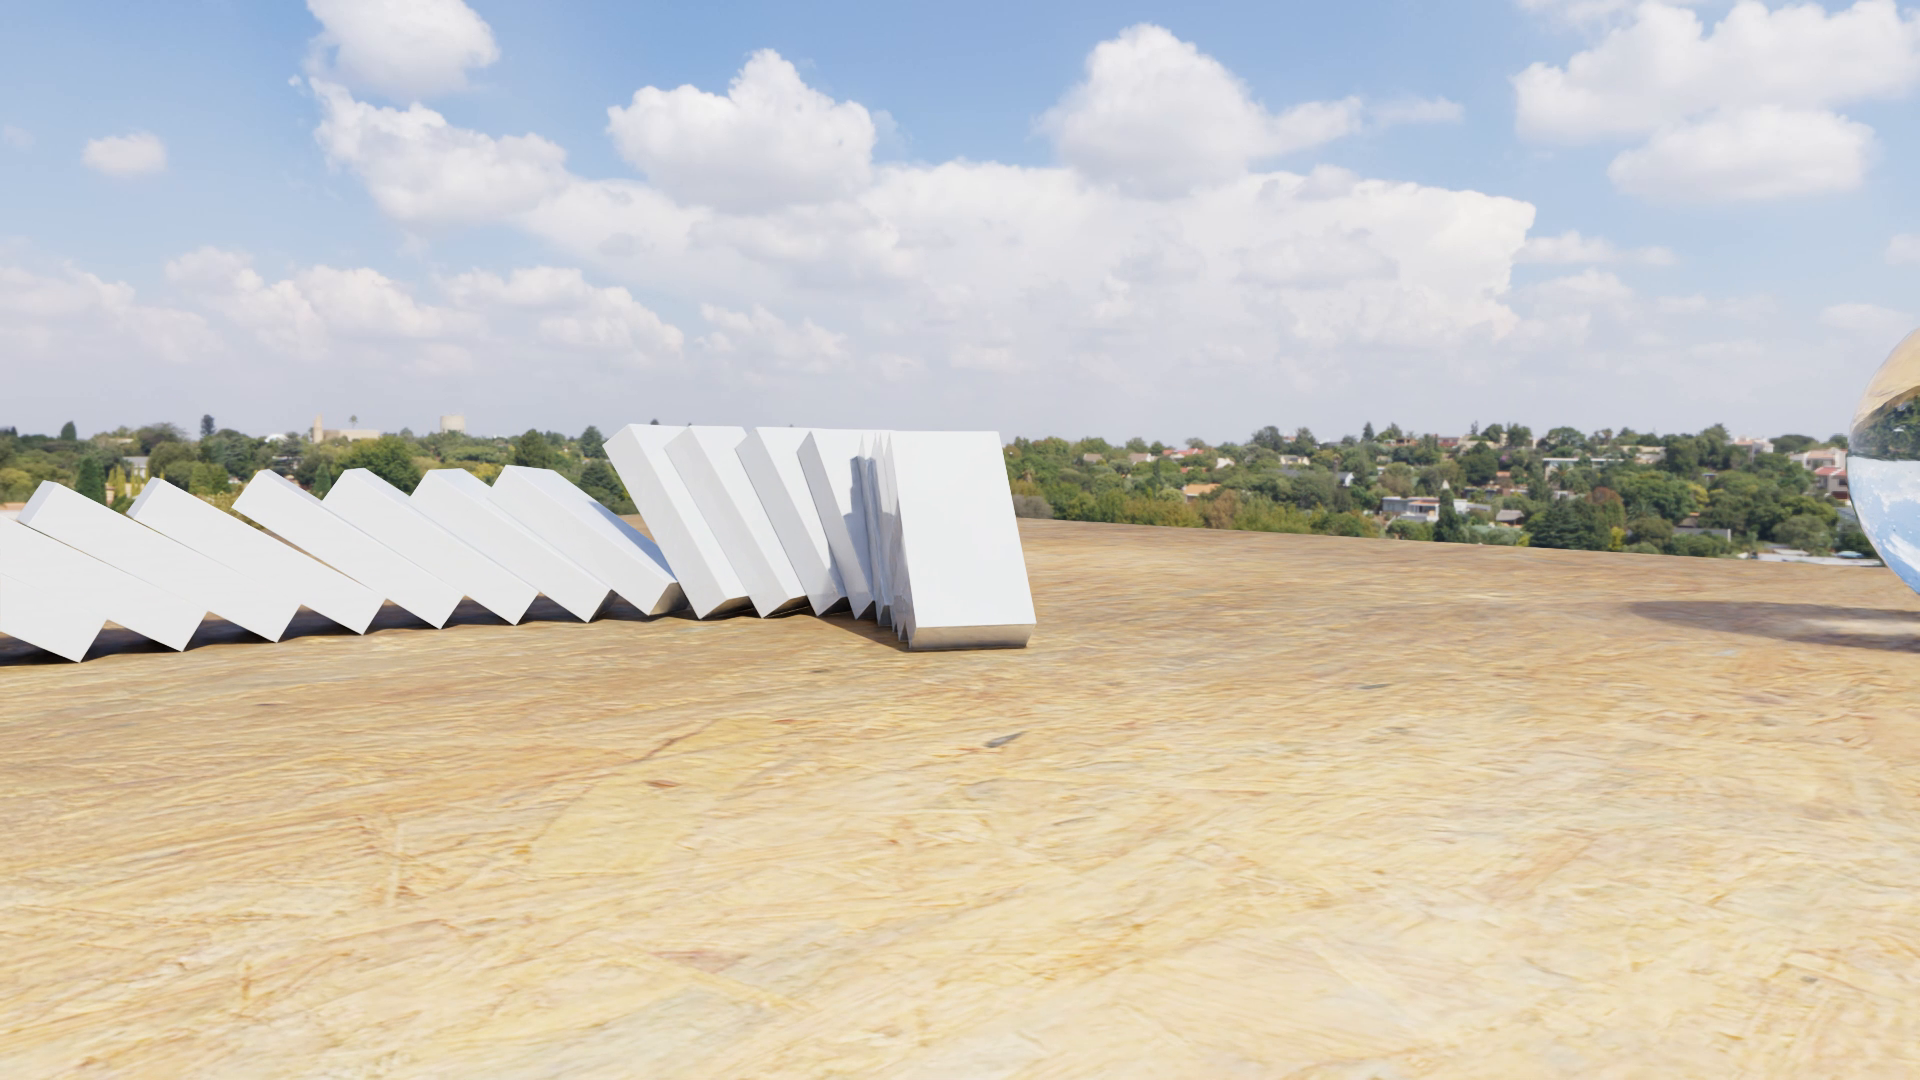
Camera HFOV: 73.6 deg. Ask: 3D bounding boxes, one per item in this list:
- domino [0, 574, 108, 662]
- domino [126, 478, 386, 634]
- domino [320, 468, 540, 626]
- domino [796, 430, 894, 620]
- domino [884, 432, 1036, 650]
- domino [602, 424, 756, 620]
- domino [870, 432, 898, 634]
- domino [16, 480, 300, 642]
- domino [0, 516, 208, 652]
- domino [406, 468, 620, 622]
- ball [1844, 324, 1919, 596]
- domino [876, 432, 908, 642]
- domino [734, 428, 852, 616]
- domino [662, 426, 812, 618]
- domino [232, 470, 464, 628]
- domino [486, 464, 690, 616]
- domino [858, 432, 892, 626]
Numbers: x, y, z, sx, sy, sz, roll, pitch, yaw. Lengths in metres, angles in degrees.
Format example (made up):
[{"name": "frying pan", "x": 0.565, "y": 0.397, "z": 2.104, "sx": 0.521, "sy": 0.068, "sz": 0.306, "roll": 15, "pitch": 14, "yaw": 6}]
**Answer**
[{"name": "domino", "x": -0.193, "y": 0.007, "z": 0.243, "sx": 0.025, "sy": 0.009, "sz": 0.050, "roll": 4, "pitch": -26, "yaw": 42}, {"name": "domino", "x": -0.155, "y": 0.004, "z": 0.284, "sx": 0.050, "sy": 0.010, "sz": 0.025, "roll": 37, "pitch": -18, "yaw": -32}, {"name": "domino", "x": -0.125, "y": 0.001, "z": 0.306, "sx": 0.050, "sy": 0.010, "sz": 0.025, "roll": 35, "pitch": -6, "yaw": -15}, {"name": "domino", "x": -0.021, "y": -0.005, "z": 0.324, "sx": 0.025, "sy": 0.050, "sz": 0.010, "roll": -3, "pitch": -30, "yaw": -36}, {"name": "domino", "x": -0.001, "y": -0.001, "z": 0.277, "sx": 0.025, "sy": 0.050, "sz": 0.010, "roll": -1, "pitch": -34, "yaw": -13}, {"name": "domino", "x": -0.067, "y": -0.005, "z": 0.322, "sx": 0.009, "sy": 0.050, "sz": 0.025, "roll": -34, "pitch": -9, "yaw": 19}, {"name": "domino", "x": -0.006, "y": -0.003, "z": 0.301, "sx": 0.025, "sy": 0.050, "sz": 0.009, "roll": -1, "pitch": -34, "yaw": -13}, {"name": "domino", "x": -0.168, "y": 0.005, "z": 0.271, "sx": 0.025, "sy": 0.009, "sz": 0.050, "roll": 5, "pitch": -26, "yaw": 49}, {"name": "domino", "x": -0.181, "y": 0.006, "z": 0.258, "sx": 0.025, "sy": 0.009, "sz": 0.050, "roll": 4, "pitch": -26, "yaw": 47}, {"name": "domino", "x": -0.107, "y": 0.001, "z": 0.314, "sx": 0.050, "sy": 0.010, "sz": 0.025, "roll": 34, "pitch": 1, "yaw": -5}, {"name": "ball", "x": 0.233, "y": -0.018, "z": 0.267, "sx": 0.080, "sy": 0.080, "sz": 0.080, "roll": 0, "pitch": 4, "yaw": 0}, {"name": "domino", "x": -0.004, "y": -0.002, "z": 0.289, "sx": 0.025, "sy": 0.050, "sz": 0.010, "roll": -1, "pitch": -34, "yaw": -13}, {"name": "domino", "x": -0.036, "y": -0.006, "z": 0.330, "sx": 0.009, "sy": 0.050, "sz": 0.025, "roll": -38, "pitch": -18, "yaw": 32}, {"name": "domino", "x": -0.053, "y": -0.005, "z": 0.326, "sx": 0.010, "sy": 0.050, "sz": 0.025, "roll": -34, "pitch": -8, "yaw": 20}, {"name": "domino", "x": -0.141, "y": 0.002, "z": 0.297, "sx": 0.050, "sy": 0.010, "sz": 0.025, "roll": 36, "pitch": -11, "yaw": -22}, {"name": "domino", "x": -0.090, "y": 0.000, "z": 0.320, "sx": 0.050, "sy": 0.010, "sz": 0.025, "roll": 35, "pitch": 5, "yaw": 7}, {"name": "domino", "x": -0.010, "y": -0.003, "z": 0.312, "sx": 0.025, "sy": 0.050, "sz": 0.010, "roll": -1, "pitch": -34, "yaw": -13}]
